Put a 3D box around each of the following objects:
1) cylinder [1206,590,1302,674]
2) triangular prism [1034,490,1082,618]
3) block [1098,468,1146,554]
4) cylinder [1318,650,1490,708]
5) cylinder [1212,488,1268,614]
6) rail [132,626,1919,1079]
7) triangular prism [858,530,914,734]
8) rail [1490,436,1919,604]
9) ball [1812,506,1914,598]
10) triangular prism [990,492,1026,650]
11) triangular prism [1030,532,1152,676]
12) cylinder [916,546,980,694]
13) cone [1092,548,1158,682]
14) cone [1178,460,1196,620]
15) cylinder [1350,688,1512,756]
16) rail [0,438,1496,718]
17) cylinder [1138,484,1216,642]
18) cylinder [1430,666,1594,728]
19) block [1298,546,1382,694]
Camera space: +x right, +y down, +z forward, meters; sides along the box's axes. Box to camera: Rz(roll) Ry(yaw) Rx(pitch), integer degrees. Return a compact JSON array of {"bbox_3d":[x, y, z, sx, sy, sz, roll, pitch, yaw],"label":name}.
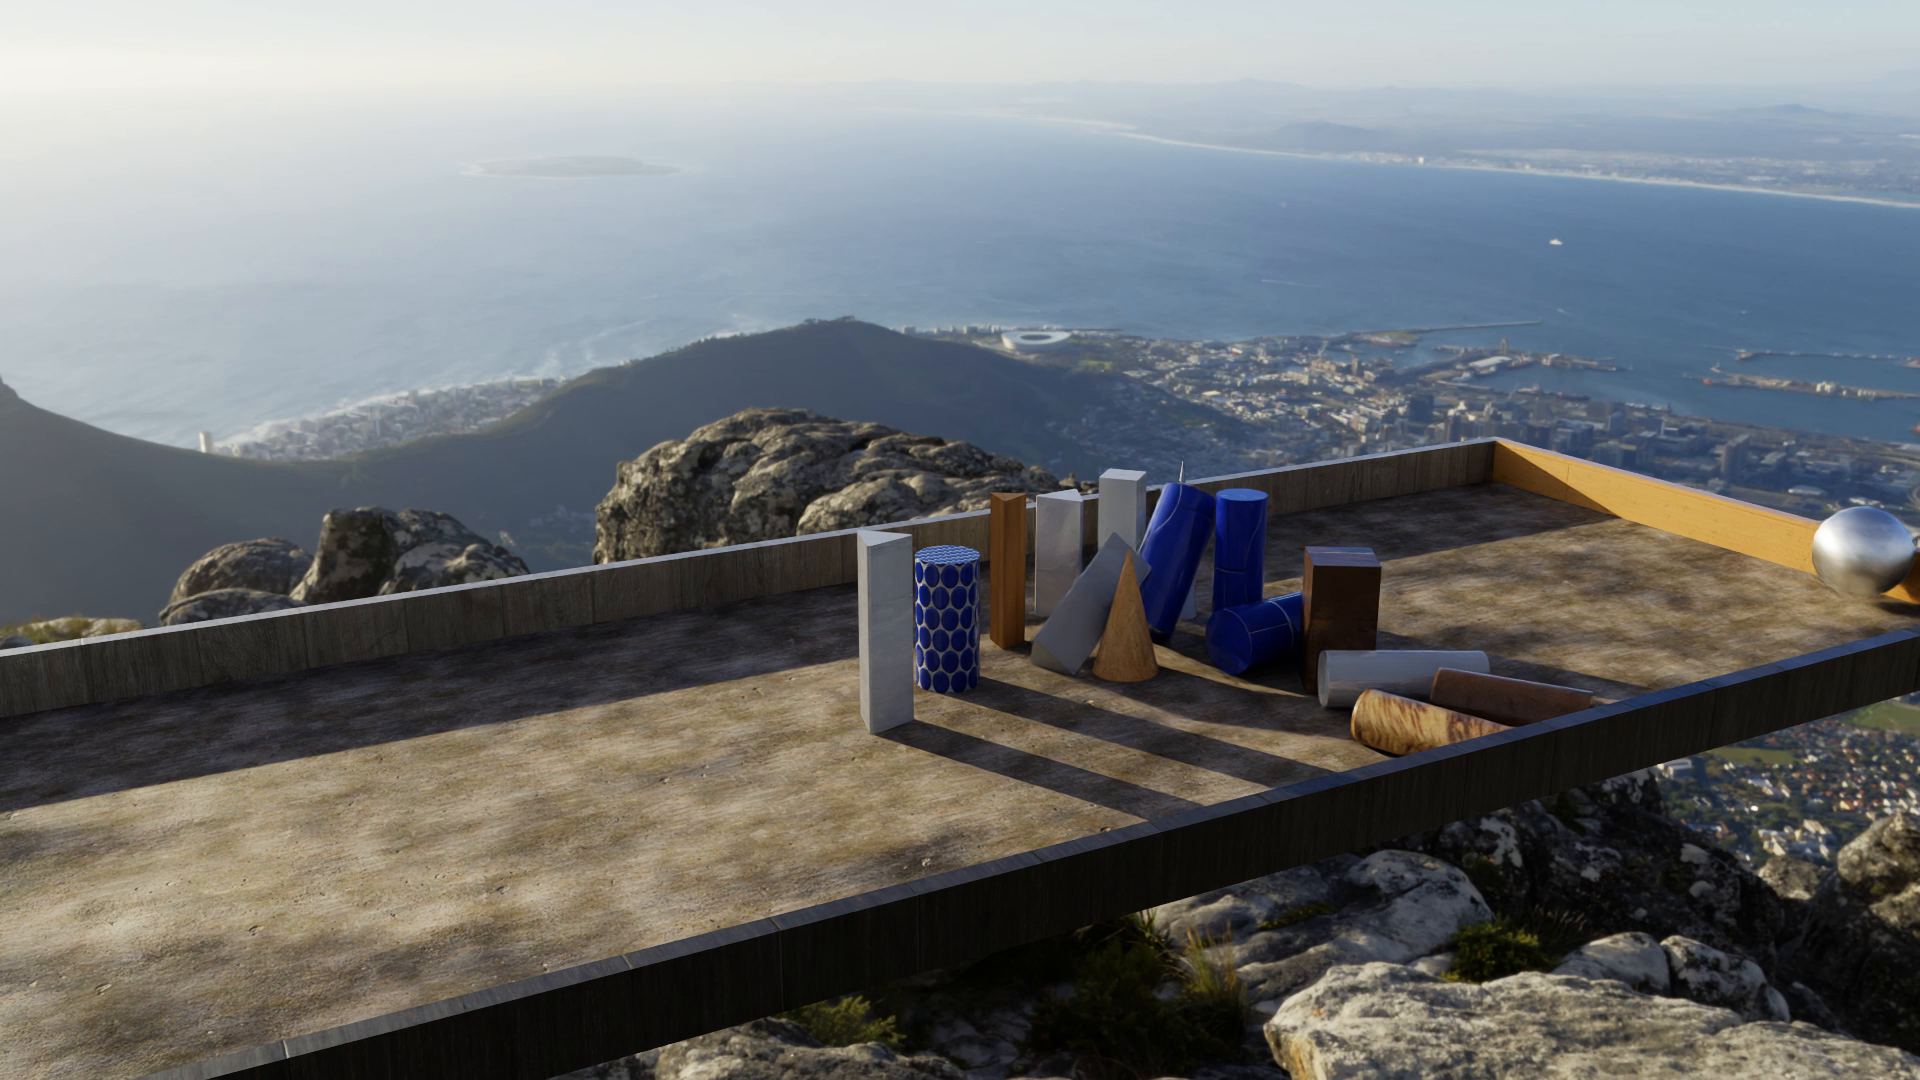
[{"bbox_3d":[0.839,0.229,4.280,0.388,0.168,0.168,-11,20,-32],"label":"cylinder"},{"bbox_3d":[0.297,0.038,4.611,0.136,0.346,0.118,8,18,25],"label":"triangular prism"},{"bbox_3d":[0.477,-0.031,4.865,0.114,0.335,0.114,6,17,19],"label":"block"},{"bbox_3d":[1.064,0.335,3.967,0.380,0.140,0.140,0,16,1],"label":"cylinder"},{"bbox_3d":[0.737,0.078,4.360,0.133,0.409,0.133,0,16,0],"label":"cylinder"},{"bbox_3d":[-2.336,1.006,1.665,12.000,0.150,0.050,-9,18,-27],"label":"rail"},{"bbox_3d":[-0.196,0.208,3.841,0.132,0.455,0.114,-15,22,-41],"label":"triangular prism"},{"bbox_3d":[2.466,-0.048,5.253,0.050,0.150,2.100,-9,18,-27],"label":"rail"},{"bbox_3d":[2.580,0.034,4.717,0.259,0.259,0.259,0,16,0],"label":"ball"},{"bbox_3d":[0.113,0.078,4.368,0.080,0.407,0.093,12,20,36],"label":"triangular prism"},{"bbox_3d":[0.320,0.155,4.259,0.144,0.125,0.381,14,55,41],"label":"triangular prism"},{"bbox_3d":[-0.031,0.196,4.098,0.160,0.333,0.160,0,16,0],"label":"cylinder"},{"bbox_3d":[0.424,0.175,4.175,0.169,0.330,0.169,0,16,0],"label":"cone"},{"bbox_3d":[0.613,-0.012,4.586,0.109,0.456,0.109,0,16,0],"label":"cone"},{"bbox_3d":[1.056,0.434,3.650,0.357,0.128,0.128,15,22,40],"label":"cylinder"},{"bbox_3d":[-3.305,0.497,3.399,12.000,0.150,0.050,-9,18,-27],"label":"rail"},{"bbox_3d":[0.555,0.059,4.422,0.167,0.390,0.167,22,-12,5],"label":"cylinder"},{"bbox_3d":[1.249,0.393,3.739,0.335,0.158,0.158,8,18,26],"label":"cylinder"},{"bbox_3d":[0.938,0.199,4.091,0.162,0.331,0.162,1,16,4],"label":"block"}]
